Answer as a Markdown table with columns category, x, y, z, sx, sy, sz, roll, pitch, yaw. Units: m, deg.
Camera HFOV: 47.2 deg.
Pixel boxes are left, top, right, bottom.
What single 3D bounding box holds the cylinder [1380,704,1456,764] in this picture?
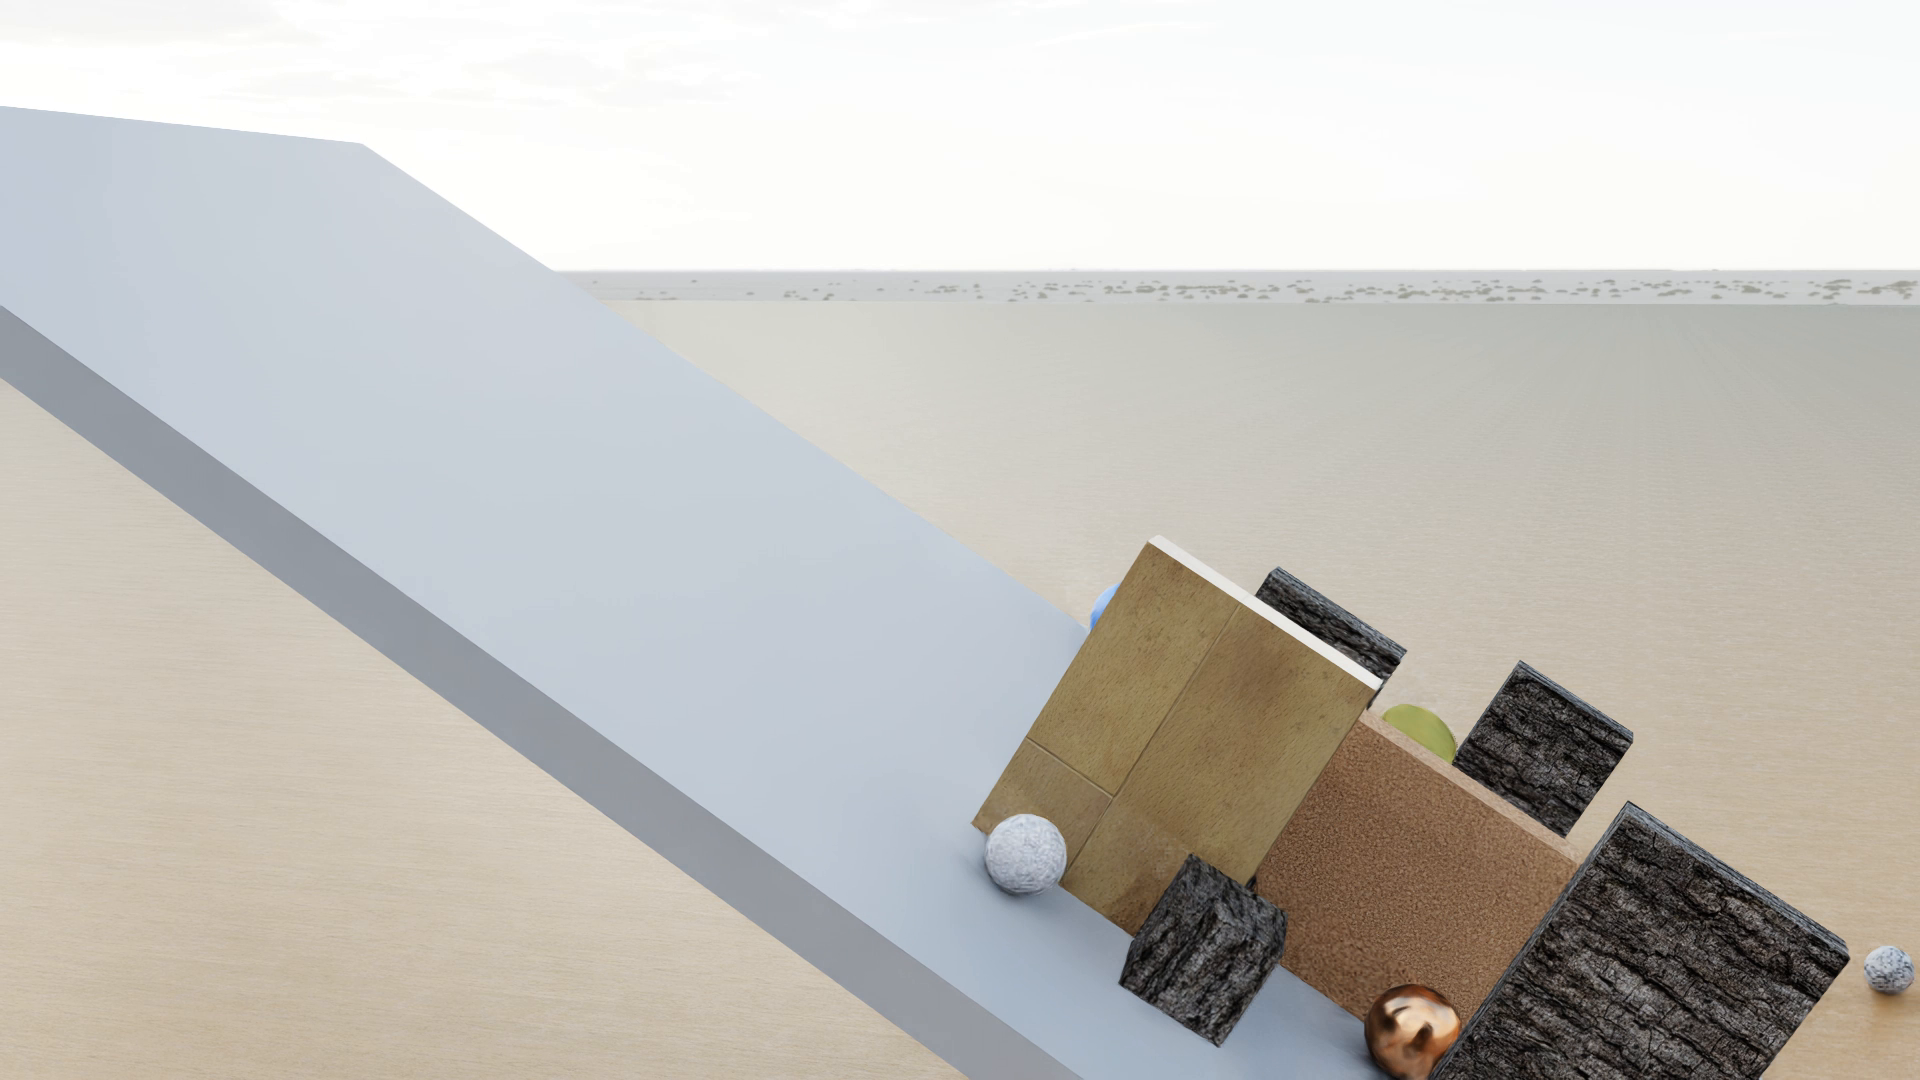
| category | x | y | z | sx | sy | sz | roll | pitch | yaw |
| --- | --- | --- | --- | --- | --- | --- | --- | --- | --- |
| cylinder | 0.838 | 0.421 | 4.181 | 0.156 | 0.156 | 0.156 | -2 | -37 | -18 |

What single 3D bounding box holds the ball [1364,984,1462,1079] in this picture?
| category | x | y | z | sx | sy | sz | roll | pitch | yaw |
| --- | --- | --- | --- | --- | --- | --- | --- | --- | --- |
| ball | 0.743 | 0.808 | 3.608 | 0.156 | 0.156 | 0.156 | 0 | 7 | 0 |

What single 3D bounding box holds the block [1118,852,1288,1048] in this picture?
| category | x | y | z | sx | sy | sz | roll | pitch | yaw |
| --- | --- | --- | --- | --- | --- | --- | --- | --- | --- |
| block | 0.380 | 0.635 | 3.416 | 0.181 | 0.181 | 0.181 | 32 | 15 | 4 |

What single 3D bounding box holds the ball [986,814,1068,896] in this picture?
| category | x | y | z | sx | sy | sz | roll | pitch | yaw |
| --- | --- | --- | --- | --- | --- | --- | --- | --- | --- |
| ball | 0.104 | 0.493 | 3.441 | 0.129 | 0.129 | 0.129 | 0 | 7 | 0 |

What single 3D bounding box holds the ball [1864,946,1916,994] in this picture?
| category | x | y | z | sx | sy | sz | roll | pitch | yaw |
| --- | --- | --- | --- | --- | --- | --- | --- | --- | --- |
| ball | 2.392 | 1.108 | 5.662 | 0.123 | 0.123 | 0.123 | 0 | 7 | 0 |

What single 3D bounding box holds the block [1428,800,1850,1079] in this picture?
| category | x | y | z | sx | sy | sz | roll | pitch | yaw |
| --- | --- | --- | --- | --- | --- | --- | --- | --- | --- |
| block | 0.902 | 0.744 | 3.111 | 0.343 | 0.673 | 0.086 | 34 | 15 | 11 |

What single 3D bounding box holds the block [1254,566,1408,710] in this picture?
| category | x | y | z | sx | sy | sz | roll | pitch | yaw |
| --- | --- | --- | --- | --- | --- | --- | --- | --- | --- |
| block | 0.684 | 0.318 | 4.608 | 0.321 | 0.406 | 0.119 | 34 | 15 | 11 |

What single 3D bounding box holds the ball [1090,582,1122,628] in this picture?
| category | x | y | z | sx | sy | sz | roll | pitch | yaw |
| --- | --- | --- | --- | --- | --- | --- | --- | --- | --- |
| ball | 0.378 | 0.181 | 4.915 | 0.173 | 0.173 | 0.173 | 0 | 7 | 0 |

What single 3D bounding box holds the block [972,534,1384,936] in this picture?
| category | x | y | z | sx | sy | sz | roll | pitch | yaw |
| --- | --- | --- | --- | --- | --- | --- | --- | --- | --- |
| block | 0.344 | 0.345 | 3.546 | 0.425 | 0.560 | 0.091 | 34 | 15 | 11 |

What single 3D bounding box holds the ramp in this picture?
| category | x | y | z | sx | sy | sz | roll | pitch | yaw |
| --- | --- | --- | --- | --- | --- | --- | --- | --- | --- |
| ramp | -0.161 | 0.266 | 4.116 | 4.000 | 0.100 | 2.000 | 34 | 15 | 11 |

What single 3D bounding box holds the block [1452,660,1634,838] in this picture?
| category | x | y | z | sx | sy | sz | roll | pitch | yaw |
| --- | --- | --- | --- | --- | --- | --- | --- | --- | --- |
| block | 1.004 | 0.538 | 4.173 | 0.246 | 0.578 | 0.090 | 34 | 15 | 11 |

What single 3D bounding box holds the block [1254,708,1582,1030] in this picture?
| category | x | y | z | sx | sy | sz | roll | pitch | yaw |
| --- | --- | --- | --- | --- | --- | --- | --- | --- | --- |
| block | 0.747 | 0.592 | 3.765 | 0.443 | 0.438 | 0.101 | 34 | 15 | 11 |

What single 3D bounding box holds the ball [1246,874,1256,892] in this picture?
| category | x | y | z | sx | sy | sz | roll | pitch | yaw |
| --- | --- | --- | --- | --- | --- | --- | --- | --- | --- |
| ball | 0.413 | 0.571 | 3.712 | 0.170 | 0.170 | 0.170 | 0 | 7 | 0 |
